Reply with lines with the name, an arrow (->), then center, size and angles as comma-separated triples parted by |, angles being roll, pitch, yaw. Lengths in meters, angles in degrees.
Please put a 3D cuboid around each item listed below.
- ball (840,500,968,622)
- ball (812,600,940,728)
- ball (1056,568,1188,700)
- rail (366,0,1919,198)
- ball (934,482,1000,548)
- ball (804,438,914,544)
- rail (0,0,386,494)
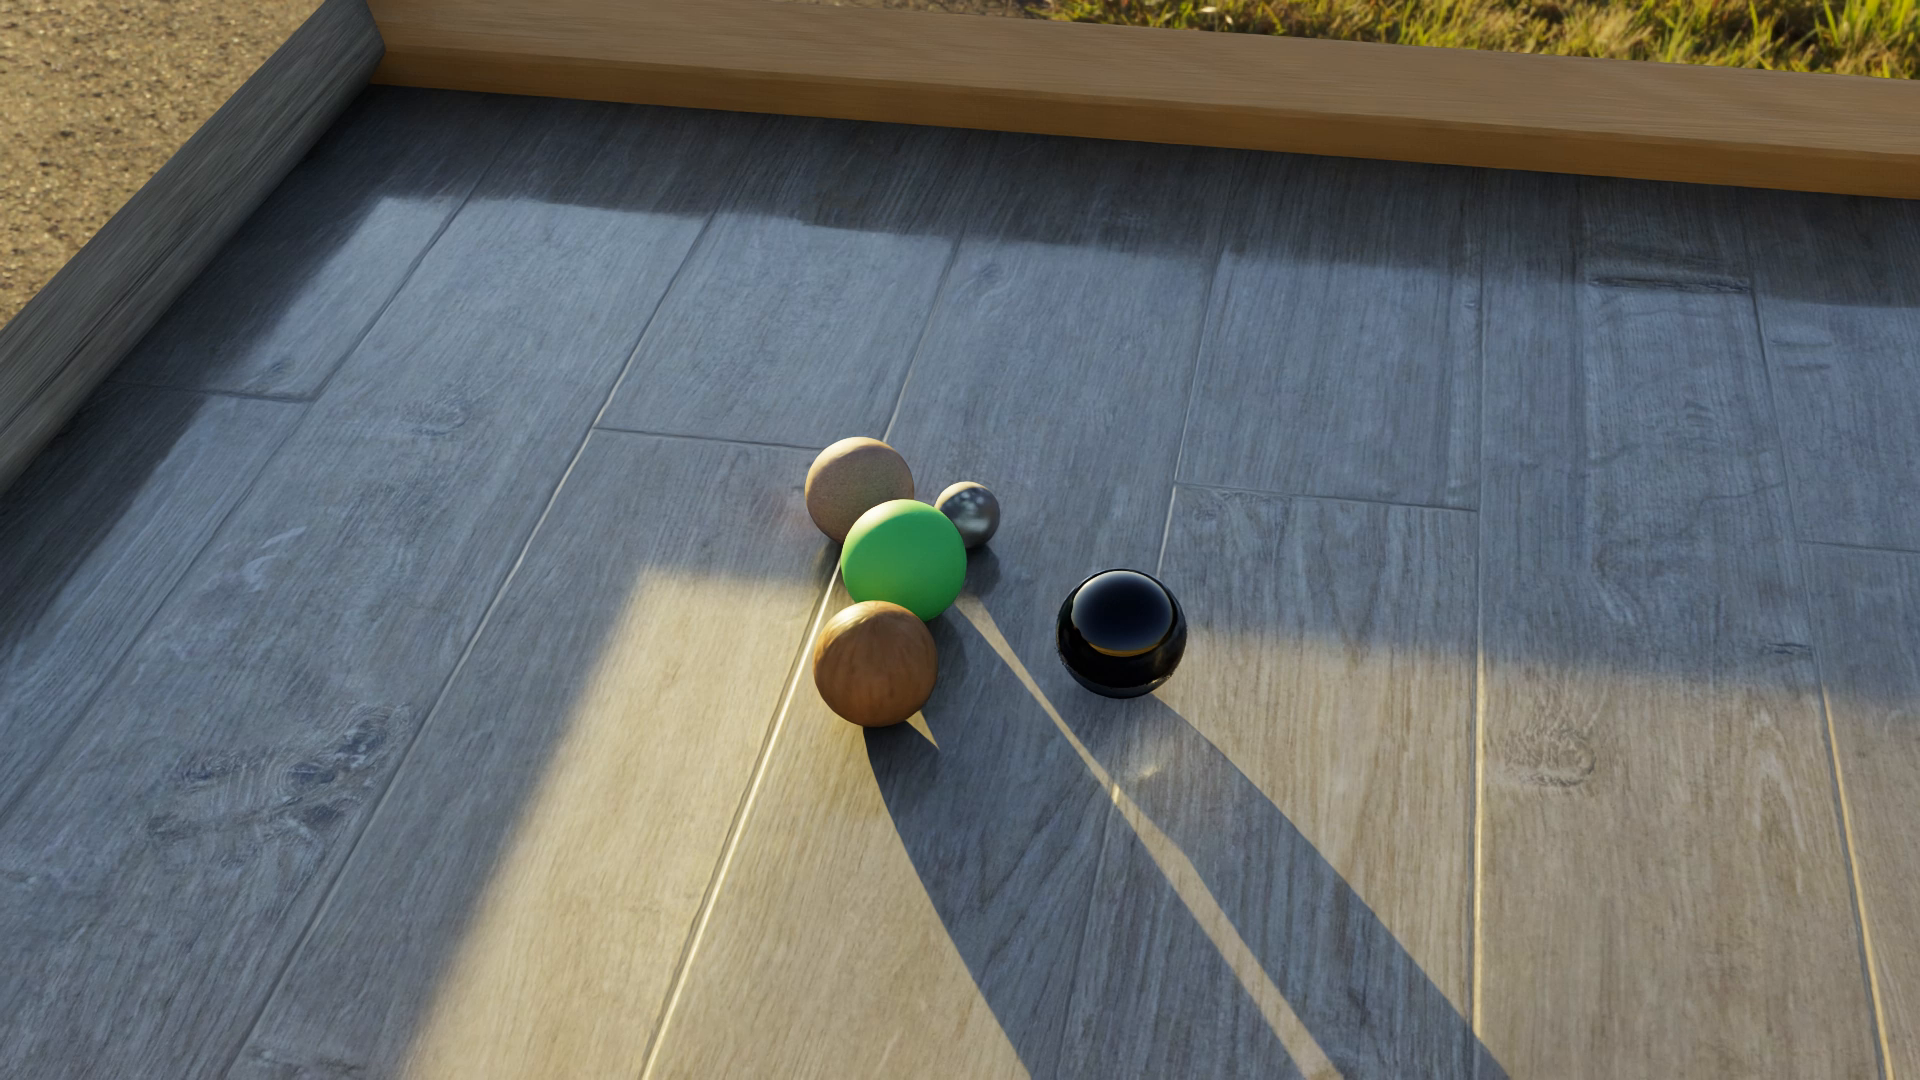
ball -> -0.042, 0.017, 1.943 | 0.096, 0.096, 0.096 | 0, 34, 0
ball -> -0.061, 0.089, 1.841 | 0.091, 0.091, 0.091 | 0, 34, 0
ball -> 0.117, 0.068, 1.868 | 0.096, 0.096, 0.096 | 0, 34, 0
rail -> 0.926, -0.382, 2.507 | 3.198, 0.125, 0.045 | 6, 34, 8
ball -> 0.006, -0.020, 2.036 | 0.053, 0.053, 0.053 | 0, 34, 0
ball -> -0.079, -0.038, 2.033 | 0.087, 0.087, 0.087 | 0, 34, 0
rail -> -0.764, -0.093, 2.078 | 0.045, 0.125, 1.651 | 6, 34, 8
